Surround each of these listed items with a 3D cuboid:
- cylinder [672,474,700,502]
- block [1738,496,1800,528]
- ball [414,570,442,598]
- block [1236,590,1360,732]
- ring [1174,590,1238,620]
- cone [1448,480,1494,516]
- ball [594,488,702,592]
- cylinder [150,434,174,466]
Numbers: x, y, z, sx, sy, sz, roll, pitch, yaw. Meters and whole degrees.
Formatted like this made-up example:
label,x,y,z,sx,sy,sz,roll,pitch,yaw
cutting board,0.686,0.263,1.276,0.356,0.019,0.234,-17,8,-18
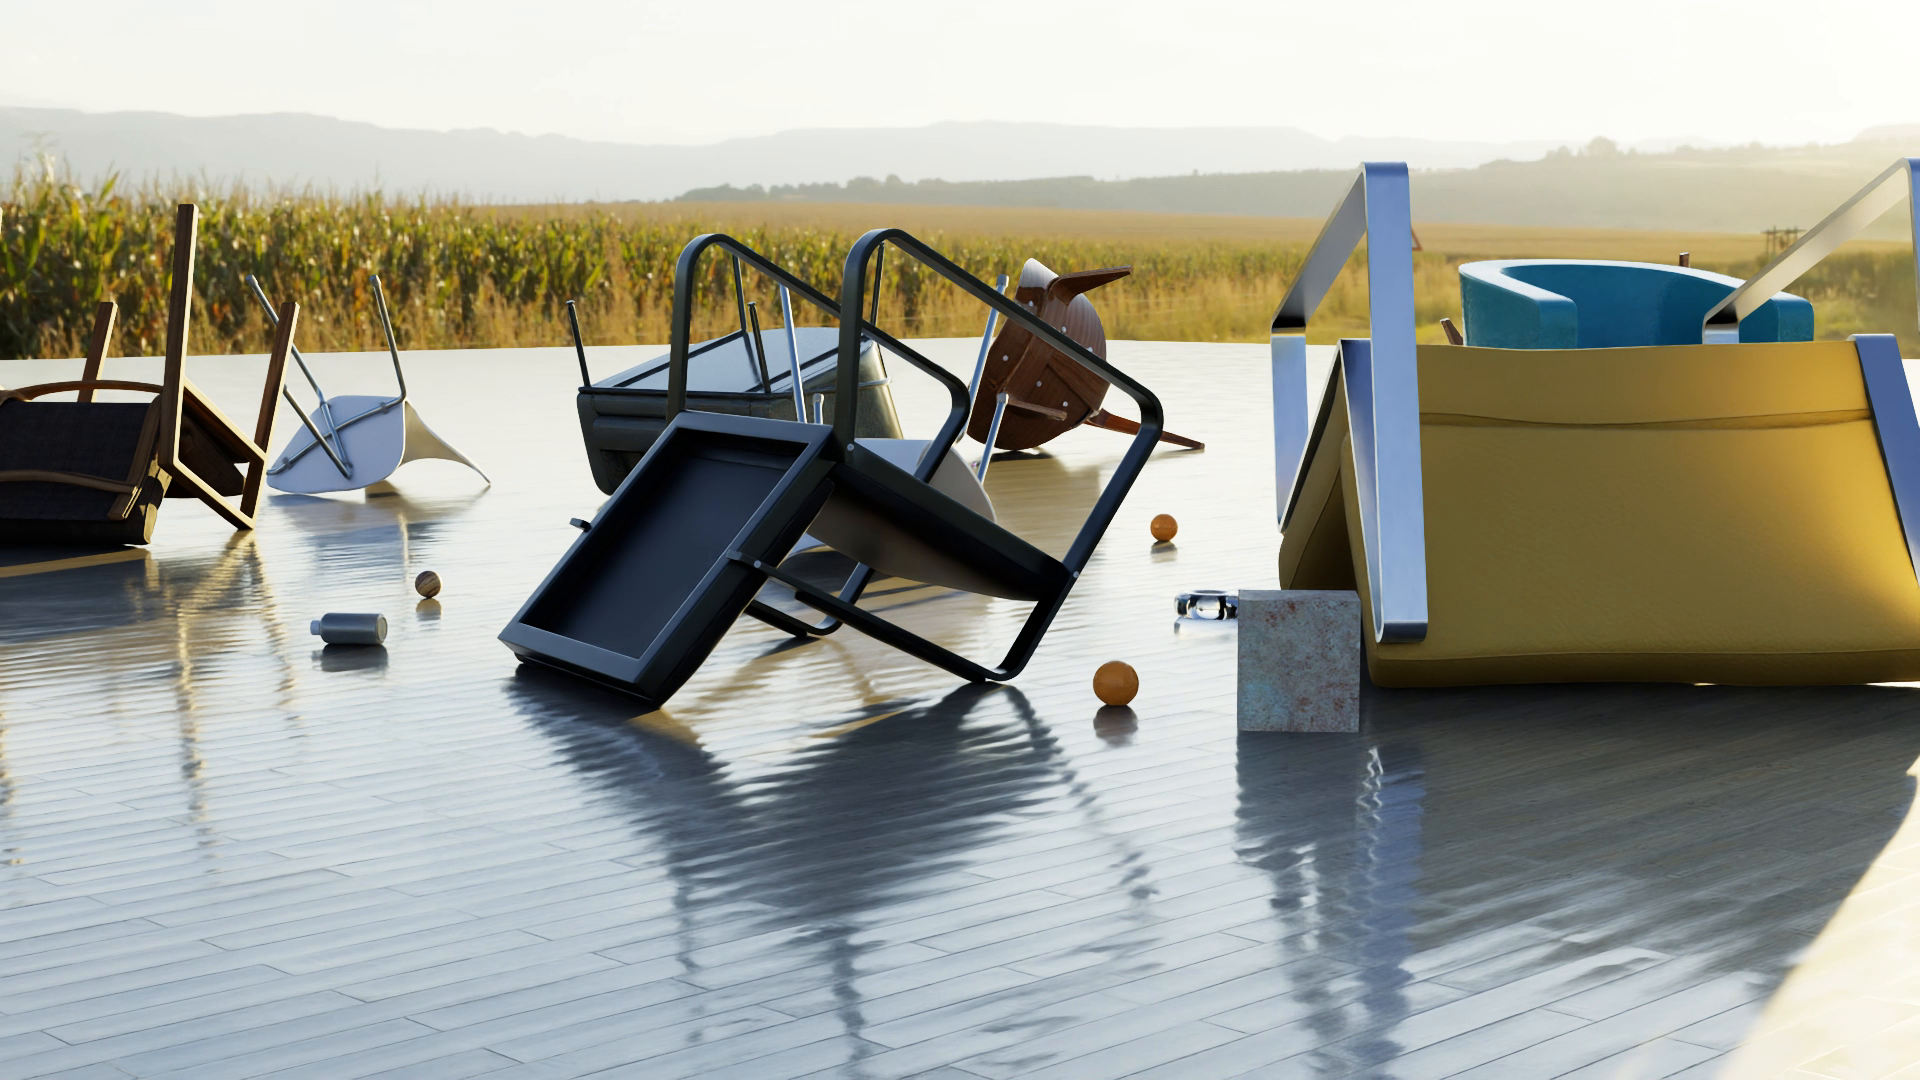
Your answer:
label,x,y,z,sx,sy,sz,roll,pitch,yaw
cylinder,-0.798,-0.149,7.461,0.072,0.080,0.089,-1,-11,-10
block,2.147,-0.075,6.807,0.144,0.069,0.089,3,7,26
ball,-1.089,0.090,5.259,0.057,0.057,0.057,0,6,0
block,0.496,0.176,3.773,0.174,0.191,0.130,1,6,5
ring,0.482,0.125,4.964,0.133,0.050,0.150,-2,5,-27
cone,1.429,-0.094,7.094,0.133,0.102,0.109,10,29,-14
ball,-0.648,0.000,5.338,0.220,0.220,0.220,0,6,0
cylinder,-2.777,-0.312,8.936,0.065,0.105,0.094,4,23,-26
